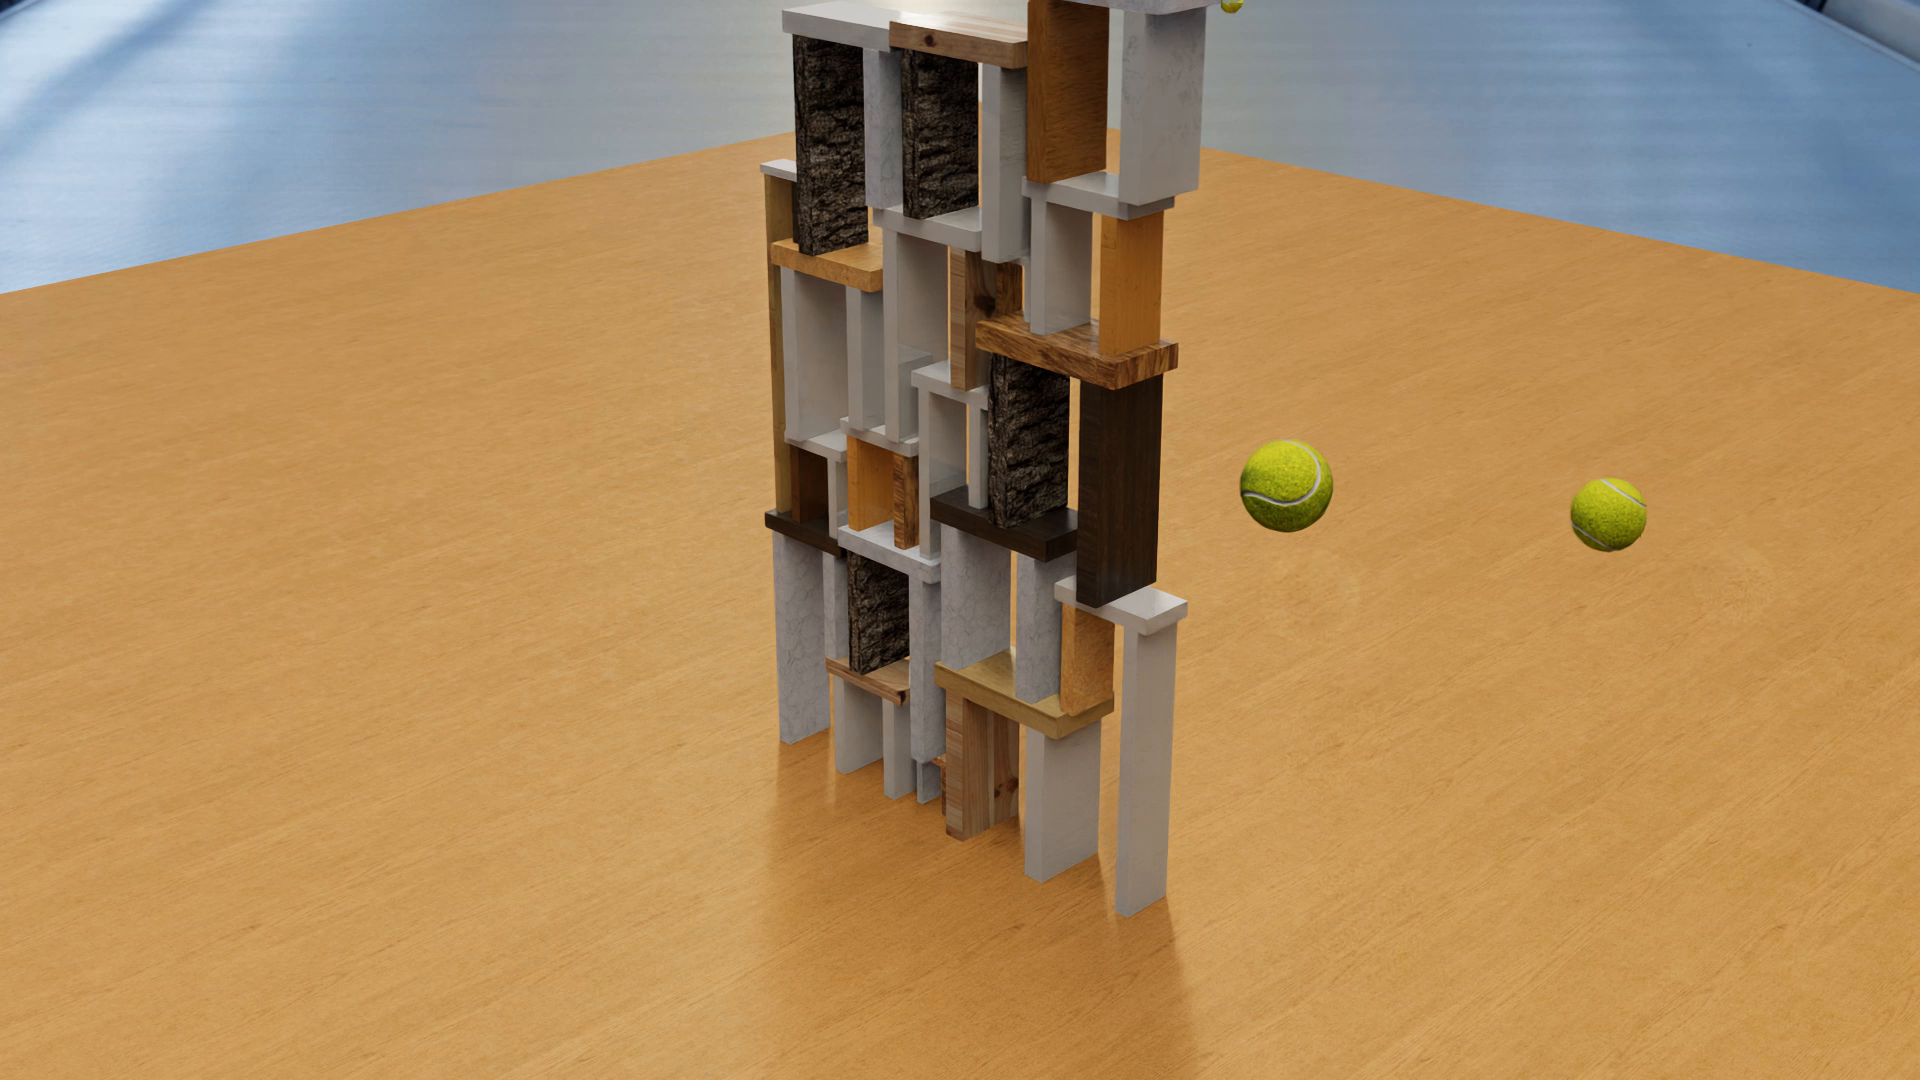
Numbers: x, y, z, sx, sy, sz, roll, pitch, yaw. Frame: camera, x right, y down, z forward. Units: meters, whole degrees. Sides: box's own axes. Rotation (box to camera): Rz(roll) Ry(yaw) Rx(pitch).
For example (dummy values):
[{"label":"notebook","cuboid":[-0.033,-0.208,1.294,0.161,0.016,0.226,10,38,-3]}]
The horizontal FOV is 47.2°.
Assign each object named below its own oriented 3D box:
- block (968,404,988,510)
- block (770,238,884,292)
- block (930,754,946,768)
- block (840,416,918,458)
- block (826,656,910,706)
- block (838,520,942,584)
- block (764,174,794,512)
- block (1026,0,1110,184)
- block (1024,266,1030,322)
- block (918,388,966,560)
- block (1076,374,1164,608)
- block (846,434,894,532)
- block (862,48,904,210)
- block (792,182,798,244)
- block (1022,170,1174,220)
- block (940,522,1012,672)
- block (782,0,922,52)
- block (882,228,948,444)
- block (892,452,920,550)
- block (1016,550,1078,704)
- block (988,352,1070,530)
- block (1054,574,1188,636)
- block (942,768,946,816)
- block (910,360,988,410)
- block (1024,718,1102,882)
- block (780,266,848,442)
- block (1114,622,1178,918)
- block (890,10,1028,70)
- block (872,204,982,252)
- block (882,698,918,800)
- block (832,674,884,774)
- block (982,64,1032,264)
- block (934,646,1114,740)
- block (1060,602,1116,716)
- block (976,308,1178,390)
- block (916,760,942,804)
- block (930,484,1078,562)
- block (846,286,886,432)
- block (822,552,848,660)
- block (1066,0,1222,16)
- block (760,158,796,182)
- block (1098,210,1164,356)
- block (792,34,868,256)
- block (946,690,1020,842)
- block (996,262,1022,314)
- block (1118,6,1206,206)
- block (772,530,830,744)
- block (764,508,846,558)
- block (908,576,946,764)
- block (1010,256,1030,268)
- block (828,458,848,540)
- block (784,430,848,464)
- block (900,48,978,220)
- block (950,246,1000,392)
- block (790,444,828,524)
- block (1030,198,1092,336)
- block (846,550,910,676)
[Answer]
[{"label":"block","cuboid":[0.062,-0.166,4.086,0.028,0.200,0.100,21,31,41]},{"label":"block","cuboid":[-0.218,-0.539,4.237,0.283,0.040,0.142,21,31,40]},{"label":"block","cuboid":[-0.038,0.433,4.443,0.054,0.015,0.108,-21,31,-40]},{"label":"block","cuboid":[-0.130,-0.210,4.275,0.099,0.028,0.198,-21,31,-40]},{"label":"block","cuboid":[-0.158,0.272,4.506,0.224,0.032,0.112,21,31,41]},{"label":"block","cuboid":[-0.102,0.012,4.342,0.134,0.038,0.268,-21,31,-40]},{"label":"block","cuboid":[-0.354,-0.393,4.437,0.017,0.710,0.061,21,31,41]},{"label":"block","cuboid":[0.182,-0.767,3.699,0.044,0.308,0.154,21,31,41]},{"label":"block","cuboid":[0.136,-0.440,3.896,0.014,0.101,0.050,21,31,40]},{"label":"block","cuboid":[-0.033,-0.136,4.201,0.100,0.345,0.028,-21,31,-40]},{"label":"block","cuboid":[0.281,-0.099,3.873,0.165,0.416,0.047,-21,31,-40]},{"label":"block","cuboid":[-0.177,-0.125,4.362,0.099,0.198,0.028,-21,31,-40]},{"label":"block","cuboid":[-0.108,-0.761,4.015,0.041,0.288,0.144,21,31,41]},{"label":"block","cuboid":[-0.297,-0.641,4.268,0.017,0.122,0.061,21,31,40]},{"label":"block","cuboid":[0.232,-0.589,3.719,0.240,0.034,0.120,21,31,41]},{"label":"block","cuboid":[0.031,0.089,4.228,0.042,0.297,0.149,21,31,41]},{"label":"block","cuboid":[-0.176,-0.939,4.014,0.288,0.041,0.144,21,31,40]},{"label":"block","cuboid":[-0.083,-0.397,4.151,0.038,0.412,0.133,21,31,40]},{"label":"block","cuboid":[-0.083,-0.088,4.276,0.099,0.198,0.028,-21,31,-40]},{"label":"block","cuboid":[0.171,0.144,4.100,0.042,0.297,0.149,21,31,41]},{"label":"block","cuboid":[0.126,-0.199,3.999,0.047,0.329,0.165,21,31,41]},{"label":"block","cuboid":[0.289,0.108,3.958,0.111,0.031,0.221,-21,31,-40]},{"label":"block","cuboid":[-0.012,0.500,4.444,0.015,0.108,0.054,21,31,41]},{"label":"block","cuboid":[0.014,-0.289,4.085,0.200,0.028,0.100,21,31,40]},{"label":"block","cuboid":[0.197,0.481,4.215,0.046,0.322,0.161,21,31,41]},{"label":"block","cuboid":[-0.285,-0.384,4.375,0.040,0.354,0.142,21,31,41]},{"label":"block","cuboid":[0.341,0.414,4.031,0.031,0.589,0.111,21,31,41]},{"label":"block","cuboid":[0.035,-0.870,3.814,0.151,0.043,0.301,-21,31,-40]},{"label":"block","cuboid":[-0.020,-0.580,4.005,0.265,0.038,0.133,21,31,41]},{"label":"block","cuboid":[-0.106,0.410,4.507,0.032,0.224,0.112,21,31,41]},{"label":"block","cuboid":[-0.211,0.369,4.605,0.032,0.224,0.112,21,31,41]},{"label":"block","cuboid":[0.106,-0.665,3.824,0.151,0.342,0.043,-21,31,-40]},{"label":"block","cuboid":[0.121,0.282,4.213,0.322,0.046,0.161,21,31,41]},{"label":"block","cuboid":[0.236,0.204,4.055,0.111,0.221,0.031,-21,31,-40]},{"label":"block","cuboid":[0.202,-0.342,3.854,0.165,0.047,0.329,-21,31,-40]},{"label":"block","cuboid":[-0.063,0.480,4.491,0.054,0.108,0.015,-21,31,-41]},{"label":"block","cuboid":[0.101,-0.039,4.098,0.297,0.042,0.148,21,31,41]},{"label":"block","cuboid":[-0.151,-0.364,4.239,0.142,0.283,0.040,-21,31,-40]},{"label":"block","cuboid":[-0.225,0.118,4.526,0.117,0.235,0.033,-21,31,-41]},{"label":"block","cuboid":[0.255,-0.900,3.563,0.308,0.044,0.154,21,31,41]},{"label":"block","cuboid":[-0.326,-0.717,4.268,0.061,0.017,0.122,-21,31,-40]},{"label":"block","cuboid":[0.289,-0.441,3.720,0.120,0.240,0.034,-21,31,-40]},{"label":"block","cuboid":[-0.243,-0.756,4.165,0.041,0.414,0.144,21,31,41]},{"label":"block","cuboid":[0.046,0.421,4.355,0.046,0.322,0.161,21,31,41]},{"label":"block","cuboid":[0.089,-0.458,3.940,0.050,0.101,0.014,-21,30,-40]},{"label":"block","cuboid":[0.328,-0.710,3.566,0.044,0.308,0.154,21,31,40]},{"label":"block","cuboid":[-0.336,0.193,4.677,0.033,0.491,0.117,21,31,41]},{"label":"block","cuboid":[-0.280,-0.026,4.524,0.235,0.033,0.117,21,31,40]},{"label":"block","cuboid":[-0.038,0.239,4.369,0.134,0.401,0.038,-21,31,-40]},{"label":"block","cuboid":[0.111,-0.502,3.895,0.101,0.014,0.050,21,31,40]},{"label":"block","cuboid":[-0.225,-0.094,4.423,0.024,0.169,0.085,21,31,40]},{"label":"block","cuboid":[-0.266,-0.198,4.422,0.169,0.024,0.085,21,31,40]},{"label":"block","cuboid":[-0.035,-0.739,3.947,0.043,0.301,0.151,21,31,41]},{"label":"block","cuboid":[0.043,-0.416,4.007,0.038,0.265,0.133,21,31,41]},{"label":"block","cuboid":[-0.305,-0.125,4.496,0.024,0.169,0.085,21,31,40]},{"label":"block","cuboid":[0.177,-0.486,3.825,0.120,0.240,0.034,-22,31,-40]},{"label":"block","cuboid":[-0.165,0.128,4.459,0.038,0.268,0.134,21,31,41]}]
